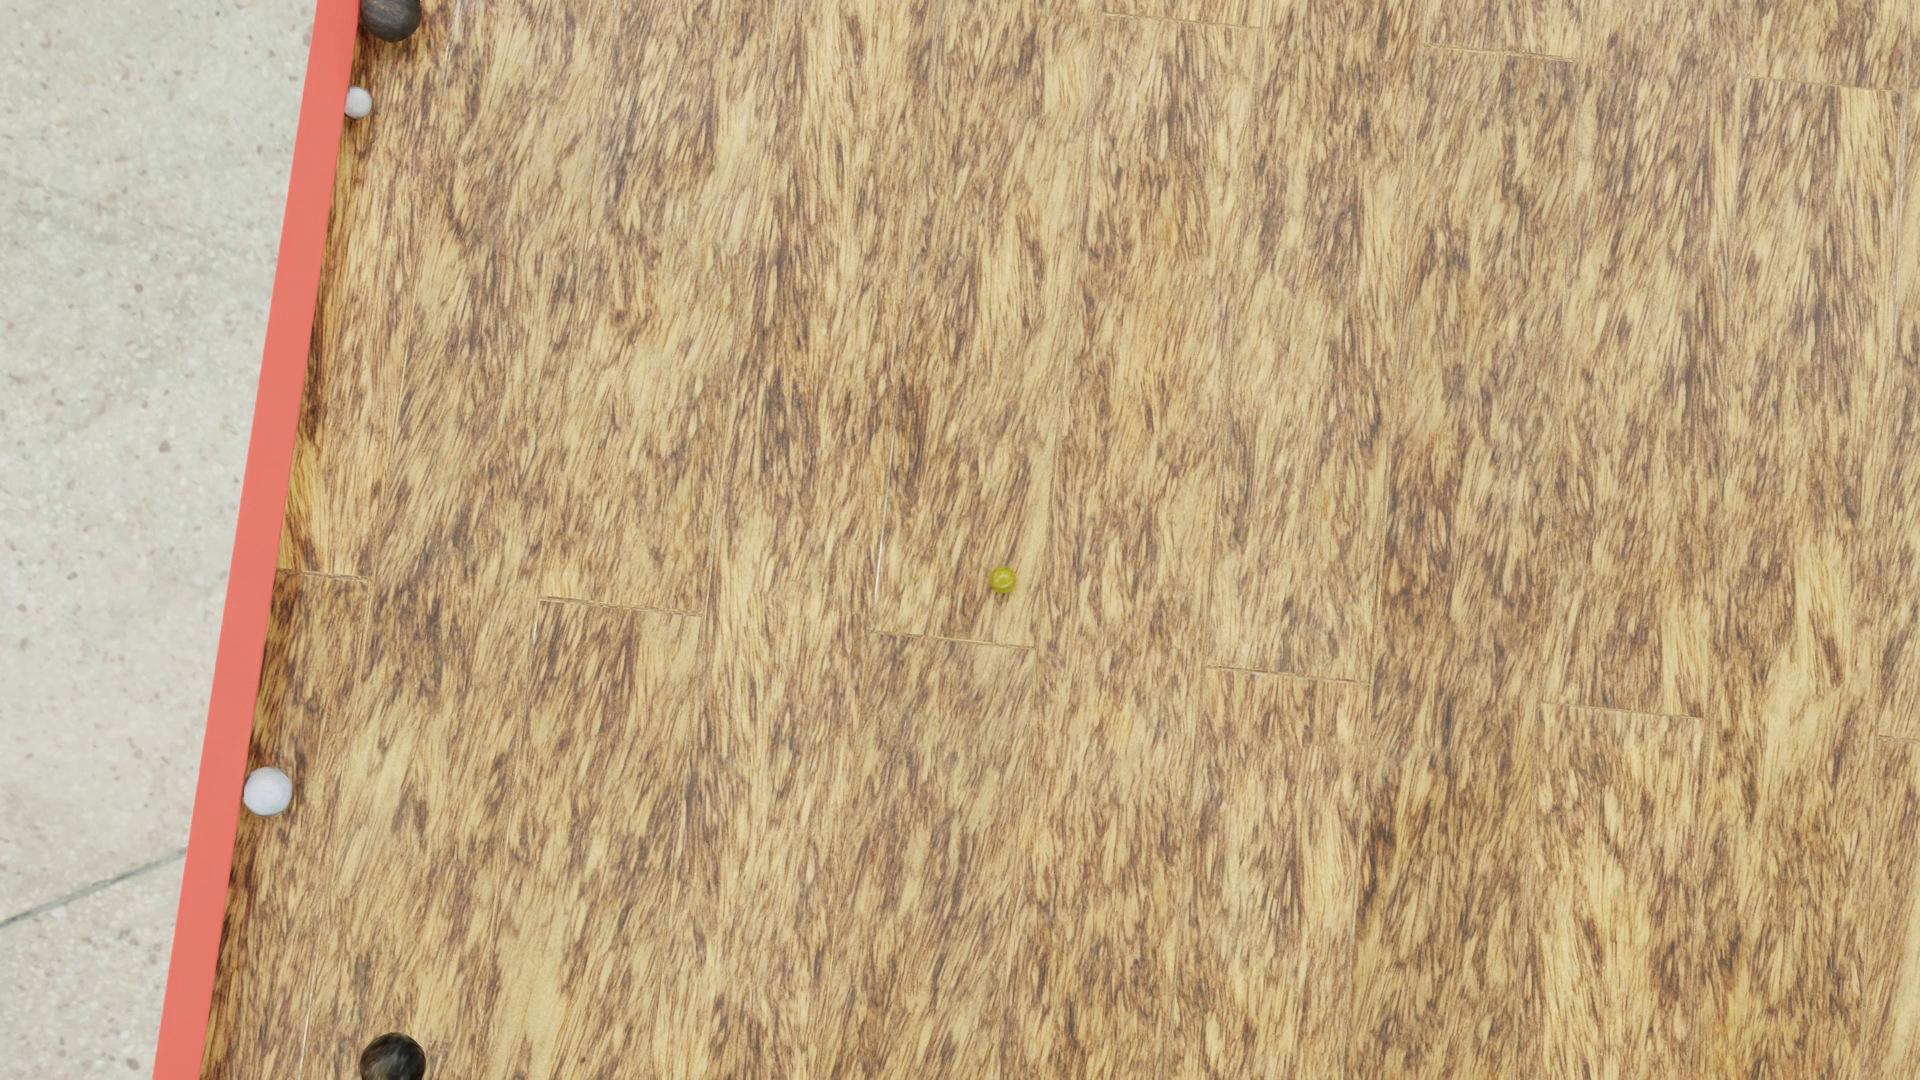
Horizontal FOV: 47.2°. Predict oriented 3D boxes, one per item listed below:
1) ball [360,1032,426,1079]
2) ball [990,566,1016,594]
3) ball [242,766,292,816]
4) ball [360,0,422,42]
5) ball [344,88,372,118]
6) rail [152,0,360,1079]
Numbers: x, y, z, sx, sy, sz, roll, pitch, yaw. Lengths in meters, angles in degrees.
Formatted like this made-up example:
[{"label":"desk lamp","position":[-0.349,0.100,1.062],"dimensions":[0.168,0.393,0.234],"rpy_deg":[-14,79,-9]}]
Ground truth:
[{"label":"ball","position":[-0.812,0.753,3.147],"dimensions":[0.093,0.093,0.093],"rpy_deg":[0,82,0]},{"label":"ball","position":[0.064,0.059,3.273],"dimensions":[0.041,0.041,0.041],"rpy_deg":[0,82,0]},{"label":"ball","position":[-1.013,0.367,3.214],"dimensions":[0.071,0.071,0.071],"rpy_deg":[0,82,0]},{"label":"ball","position":[-0.872,-0.811,3.373],"dimensions":[0.092,0.092,0.092],"rpy_deg":[0,82,0]},{"label":"ball","position":[-0.928,-0.671,3.375],"dimensions":[0.047,0.047,0.047],"rpy_deg":[0,82,0]},{"label":"rail","position":[-1.014,-0.109,3.256],"dimensions":[0.045,0.120,2.295],"rpy_deg":[6,82,1]}]
